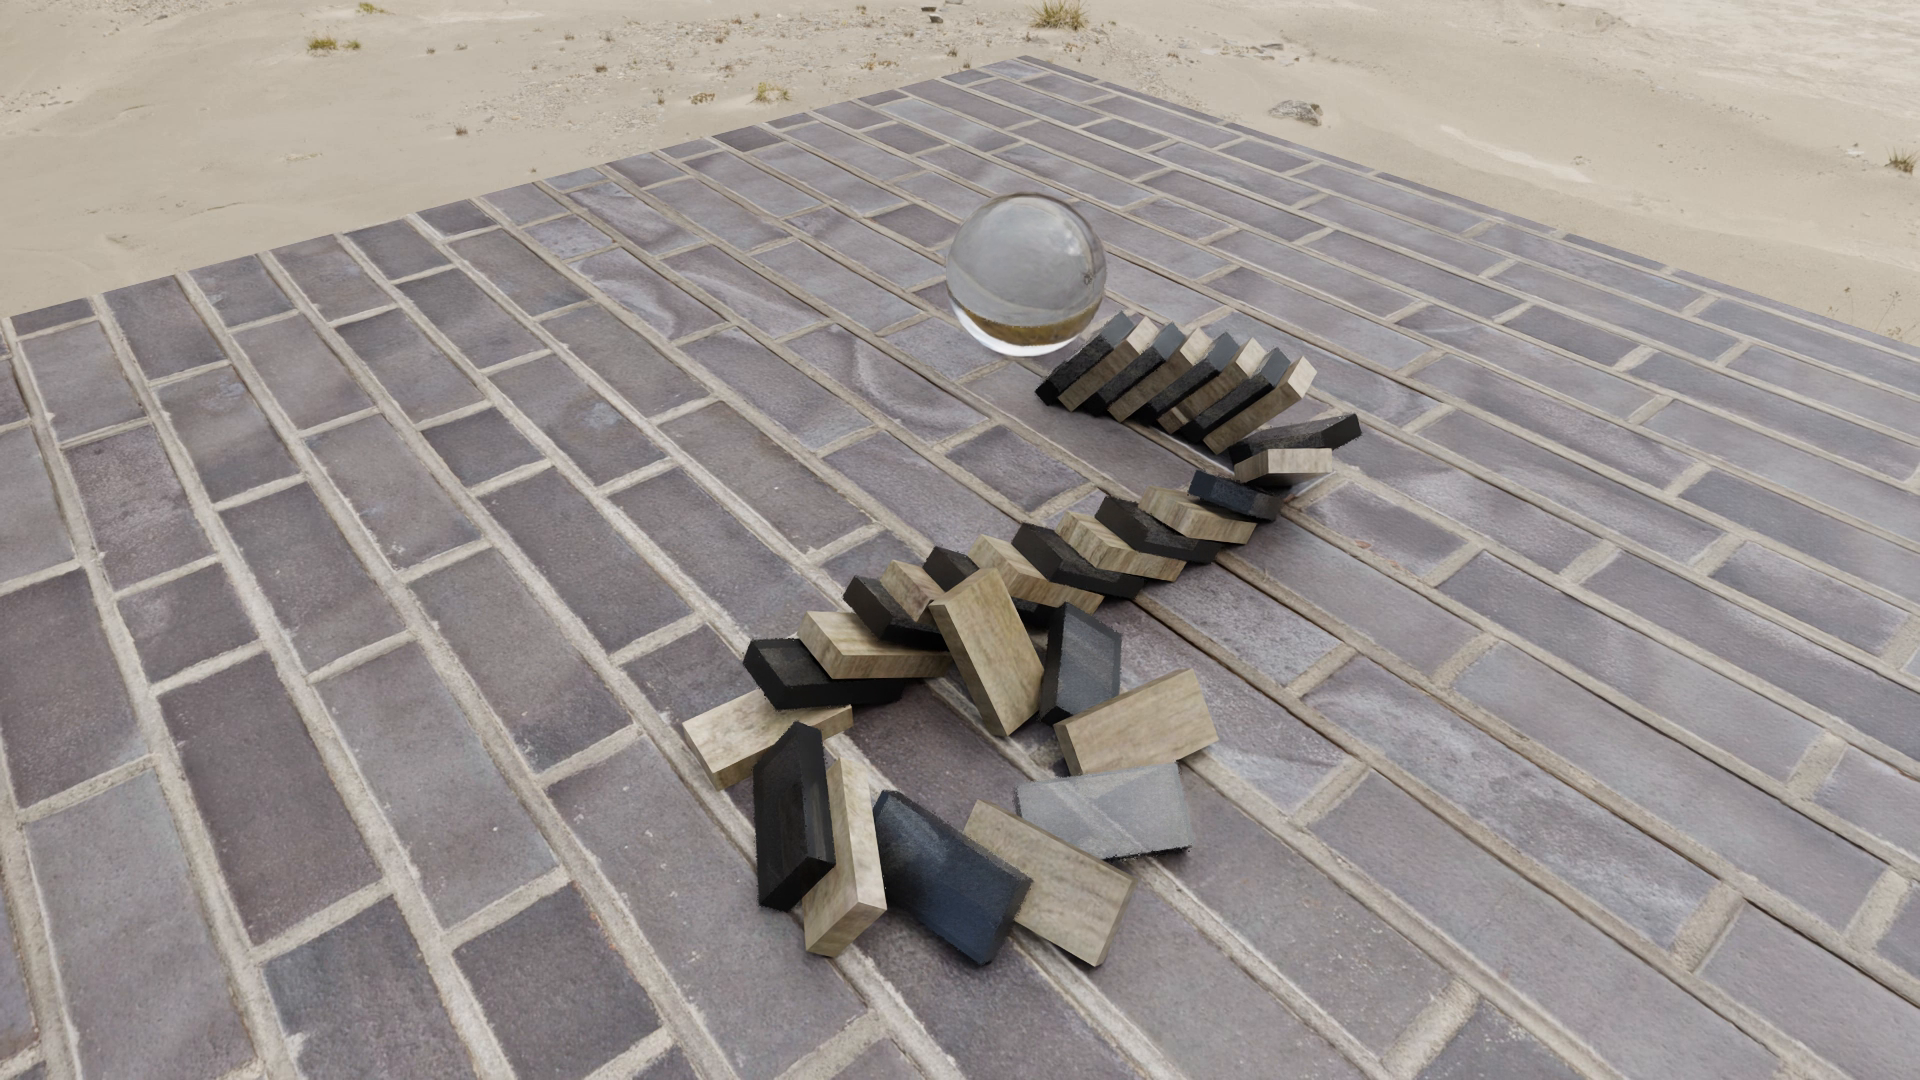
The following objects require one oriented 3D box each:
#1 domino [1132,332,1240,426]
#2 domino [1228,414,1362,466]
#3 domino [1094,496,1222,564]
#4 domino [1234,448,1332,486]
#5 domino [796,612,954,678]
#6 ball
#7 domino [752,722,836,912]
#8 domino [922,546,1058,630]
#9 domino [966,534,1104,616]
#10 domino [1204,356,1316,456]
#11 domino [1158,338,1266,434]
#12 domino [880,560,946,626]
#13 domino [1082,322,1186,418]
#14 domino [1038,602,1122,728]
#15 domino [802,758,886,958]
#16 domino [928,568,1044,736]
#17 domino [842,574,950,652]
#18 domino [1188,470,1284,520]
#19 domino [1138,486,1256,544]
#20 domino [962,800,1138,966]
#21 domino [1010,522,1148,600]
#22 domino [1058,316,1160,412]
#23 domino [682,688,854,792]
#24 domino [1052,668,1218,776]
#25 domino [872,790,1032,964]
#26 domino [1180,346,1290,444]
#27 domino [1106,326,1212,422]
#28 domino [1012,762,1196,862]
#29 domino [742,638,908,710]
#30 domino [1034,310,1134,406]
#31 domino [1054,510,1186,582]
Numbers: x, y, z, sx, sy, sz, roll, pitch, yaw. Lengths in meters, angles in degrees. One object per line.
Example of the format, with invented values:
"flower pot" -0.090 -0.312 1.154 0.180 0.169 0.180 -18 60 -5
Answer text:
"domino" 0.103 -0.073 0.504 0.009 0.050 0.025 46 49 -6
"domino" 0.143 -0.043 0.473 0.025 0.010 0.050 -25 11 -32
"domino" 0.078 -0.004 0.428 0.050 0.010 0.025 8 26 -45
"domino" 0.133 -0.030 0.455 0.025 0.010 0.050 -1 -3 -1
"domino" -0.029 0.036 0.381 0.050 0.010 0.025 6 28 -44
"ball" 0.033 -0.132 0.549 0.080 0.080 0.080 0 39 0
"domino" -0.051 0.082 0.331 0.010 0.025 0.050 27 28 -30
"domino" 0.013 0.018 0.399 0.050 0.010 0.025 18 19 -43
"domino" 0.029 0.013 0.405 0.050 0.009 0.025 16 22 -44
"domino" 0.132 -0.059 0.487 0.009 0.050 0.025 46 46 -6
"domino" 0.114 -0.070 0.500 0.009 0.050 0.025 46 47 -6
"domino" -0.002 0.022 0.392 0.050 0.009 0.025 17 20 -45
"domino" 0.080 -0.079 0.512 0.010 0.050 0.025 46 47 -6
"domino" 0.042 0.046 0.377 0.025 0.010 0.050 31 37 -15
"domino" -0.036 0.091 0.320 0.009 0.025 0.050 27 28 -30
"domino" 0.011 0.037 0.369 0.025 0.050 0.009 -34 15 -34
"domino" -0.015 0.027 0.388 0.050 0.010 0.025 16 21 -47
"domino" 0.112 -0.018 0.444 0.025 0.010 0.050 24 10 26
"domino" 0.095 -0.010 0.436 0.025 0.009 0.050 35 19 35
"domino" 0.023 0.097 0.314 0.050 0.010 0.025 23 85 25
"domino" 0.045 0.008 0.413 0.050 0.010 0.025 13 24 -43
"domino" 0.069 -0.082 0.515 0.010 0.050 0.025 46 46 -6
"domino" -0.064 0.062 0.368 0.050 0.009 0.025 -23 45 -25
"domino" 0.057 0.062 0.356 0.050 0.025 0.010 -20 -1 -22
"domino" -0.007 0.095 0.315 0.050 0.009 0.025 26 89 28
"domino" 0.123 -0.064 0.494 0.009 0.050 0.025 46 47 -6
"domino" 0.092 -0.076 0.508 0.009 0.050 0.025 46 47 -6
"domino" 0.043 0.084 0.333 0.050 0.010 0.025 -6 67 -8
"domino" -0.045 0.044 0.372 0.050 0.009 0.025 3 30 -42
"domino" 0.058 -0.085 0.520 0.009 0.050 0.025 46 47 -6
"domino" 0.062 0.003 0.420 0.050 0.010 0.025 10 25 -44
